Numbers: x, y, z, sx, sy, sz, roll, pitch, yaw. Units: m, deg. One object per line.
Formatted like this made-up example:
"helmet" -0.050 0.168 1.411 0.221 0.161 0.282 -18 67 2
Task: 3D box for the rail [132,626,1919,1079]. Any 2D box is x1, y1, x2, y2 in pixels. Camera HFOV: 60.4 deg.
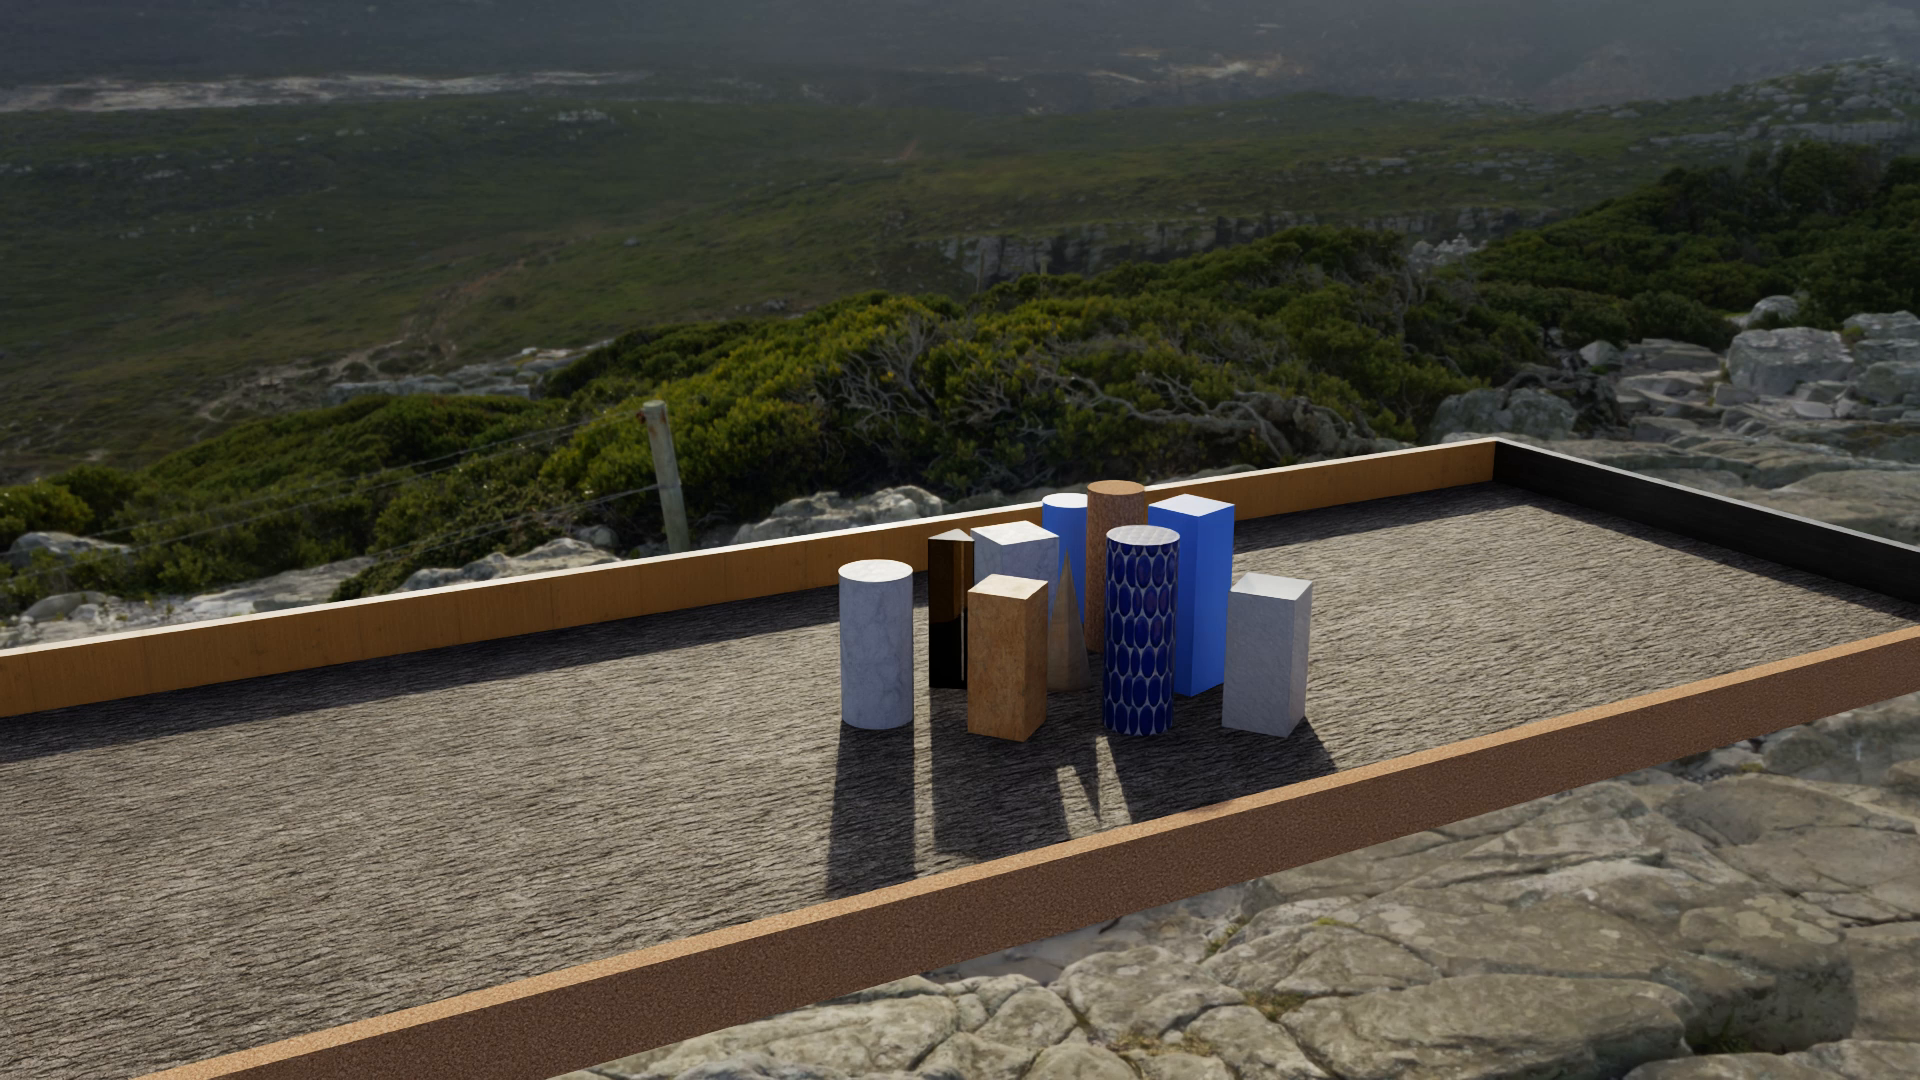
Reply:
"rail" -2.336 1.006 1.665 12.000 0.150 0.050 -9 18 -27

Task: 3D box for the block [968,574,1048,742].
"block" 0.111 0.271 3.820 0.142 0.345 0.142 7 18 23

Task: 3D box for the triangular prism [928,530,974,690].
"triangular prism" -0.013 0.170 4.091 0.112 0.385 0.097 3 17 10

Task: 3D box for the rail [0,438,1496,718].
"rail" -3.305 0.497 3.399 12.000 0.150 0.050 -9 18 -27

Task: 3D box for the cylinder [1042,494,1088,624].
"cylinder" 0.304 0.051 4.587 0.154 0.335 0.154 0 16 0

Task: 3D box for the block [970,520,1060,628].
"block" 0.142 0.130 4.357 0.170 0.312 0.170 -9 18 -27

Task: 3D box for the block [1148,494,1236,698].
"block" 0.564 0.135 4.081 0.150 0.460 0.150 15 22 42

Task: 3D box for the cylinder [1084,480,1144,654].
"cylinder" 0.405 0.071 4.342 0.149 0.434 0.149 0 16 0

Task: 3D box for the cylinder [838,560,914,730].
"cylinder" -0.196 0.244 3.881 0.172 0.362 0.172 0 16 0

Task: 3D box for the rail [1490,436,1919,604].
"rail" 2.466 -0.048 5.253 0.050 0.150 2.100 -9 18 -27

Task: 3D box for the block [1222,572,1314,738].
"block" 0.718 0.266 3.855 0.156 0.334 0.156 8 18 25

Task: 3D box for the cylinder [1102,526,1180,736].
"cylinder" 0.418 0.209 3.830 0.167 0.459 0.167 0 16 0

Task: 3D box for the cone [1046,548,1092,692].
"cone" 0.262 0.187 4.090 0.140 0.355 0.140 0 16 0
